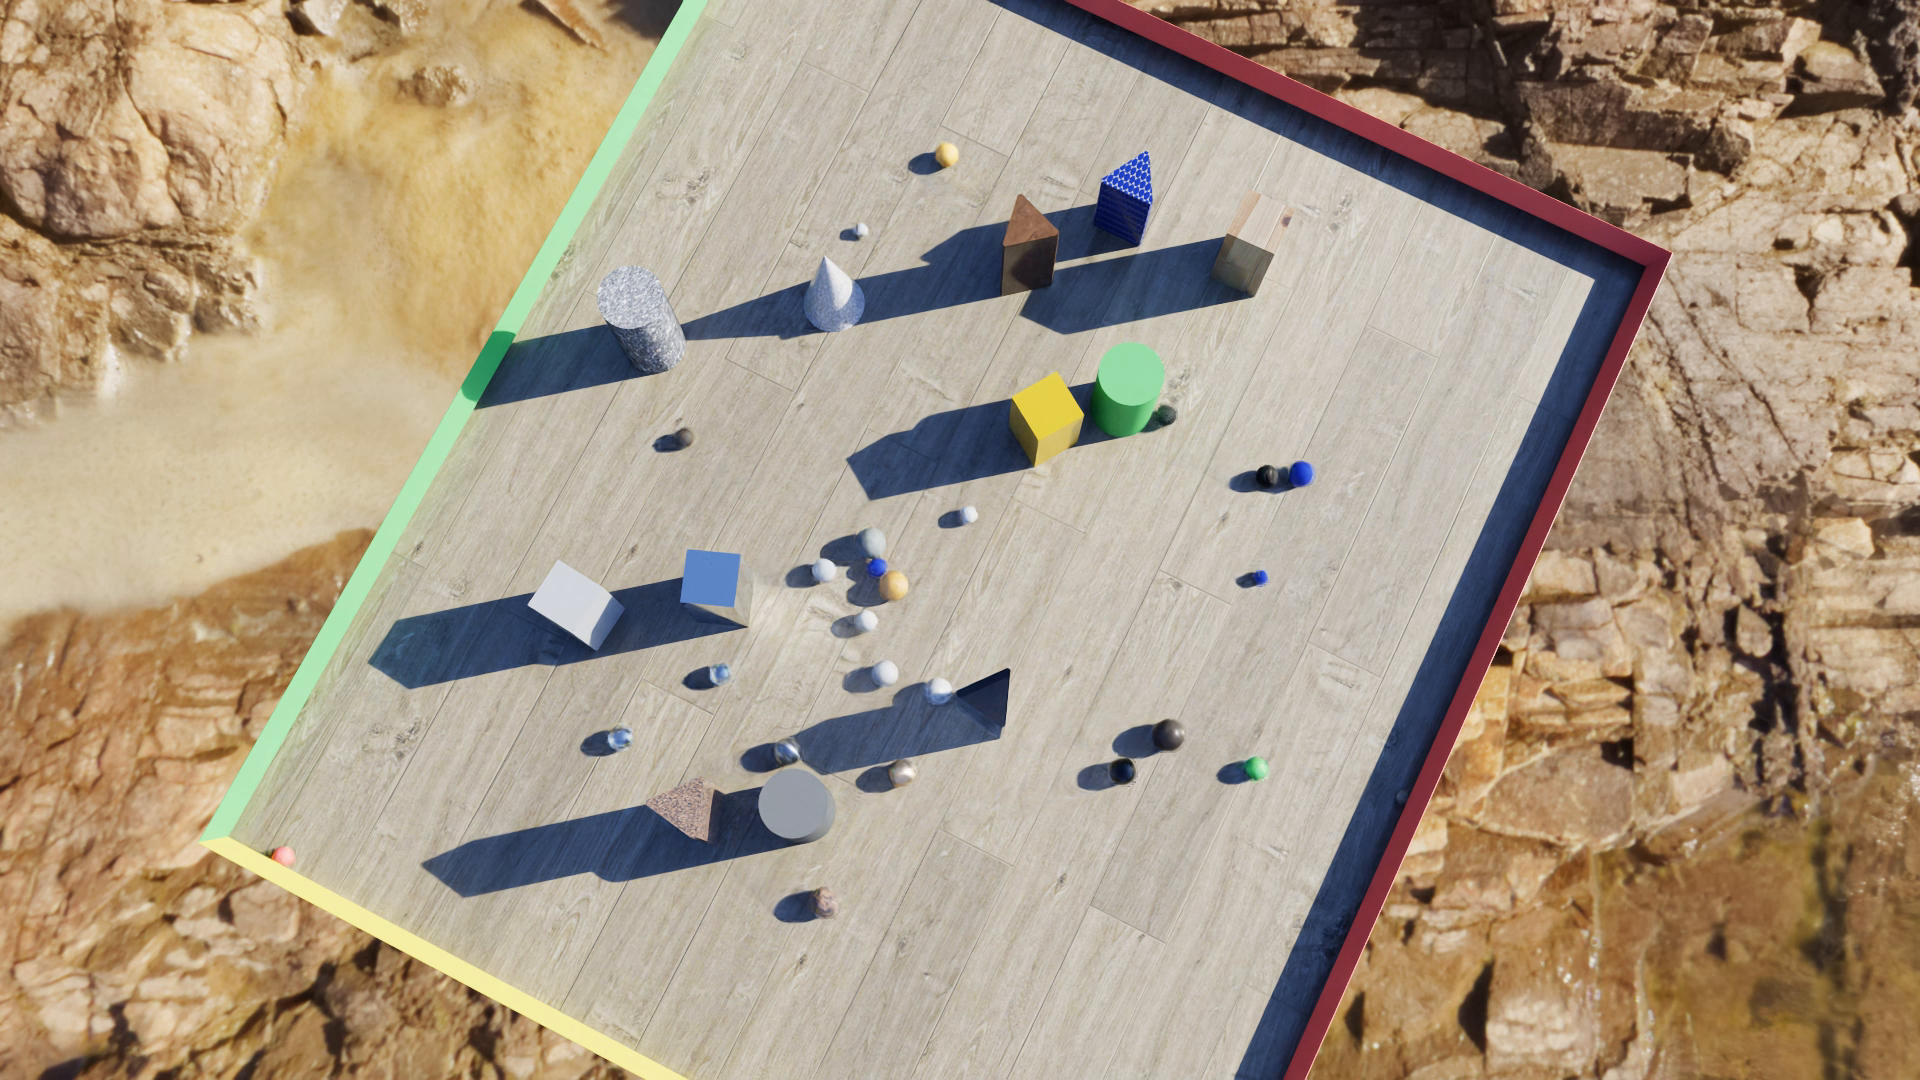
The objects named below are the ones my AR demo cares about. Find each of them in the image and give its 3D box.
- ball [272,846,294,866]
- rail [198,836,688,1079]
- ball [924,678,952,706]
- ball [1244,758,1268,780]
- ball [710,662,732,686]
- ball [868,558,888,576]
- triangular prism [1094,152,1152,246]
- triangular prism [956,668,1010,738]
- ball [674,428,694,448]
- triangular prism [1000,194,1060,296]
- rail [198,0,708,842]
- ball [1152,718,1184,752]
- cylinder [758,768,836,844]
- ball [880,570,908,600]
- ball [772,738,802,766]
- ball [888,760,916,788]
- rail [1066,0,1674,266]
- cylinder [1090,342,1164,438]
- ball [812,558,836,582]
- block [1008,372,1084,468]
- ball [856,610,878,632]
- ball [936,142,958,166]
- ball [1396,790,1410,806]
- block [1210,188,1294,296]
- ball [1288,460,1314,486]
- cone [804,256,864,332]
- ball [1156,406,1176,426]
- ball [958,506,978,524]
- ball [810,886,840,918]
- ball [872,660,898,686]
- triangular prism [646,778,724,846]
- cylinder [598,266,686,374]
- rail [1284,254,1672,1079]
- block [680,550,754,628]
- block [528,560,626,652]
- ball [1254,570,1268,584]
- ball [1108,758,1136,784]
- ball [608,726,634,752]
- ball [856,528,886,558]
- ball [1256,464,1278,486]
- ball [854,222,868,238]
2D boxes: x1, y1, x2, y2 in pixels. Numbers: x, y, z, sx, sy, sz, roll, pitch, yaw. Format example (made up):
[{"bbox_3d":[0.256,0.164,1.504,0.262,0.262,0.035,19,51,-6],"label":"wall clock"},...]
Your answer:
[{"bbox_3d":[-1.992,0.932,5.392,0.063,0.063,0.063,0,78,0],"label":"ball"},{"bbox_3d":[-0.792,1.557,5.229,3.144,0.126,0.045,26,80,5],"label":"rail"},{"bbox_3d":[-0.066,0.453,5.481,0.083,0.083,0.083,0,78,0],"label":"ball"},{"bbox_3d":[0.879,0.678,5.442,0.067,0.067,0.067,0,78,0],"label":"ball"},{"bbox_3d":[-0.718,0.401,5.498,0.069,0.069,0.069,0,78,0],"label":"ball"},{"bbox_3d":[-0.251,0.083,5.570,0.058,0.058,0.058,0,78,0],"label":"ball"},{"bbox_3d":[0.530,-1.067,5.659,0.168,0.349,0.145,26,80,5],"label":"triangular prism"},{"bbox_3d":[0.098,0.456,5.350,0.168,0.338,0.145,35,80,7],"label":"triangular prism"},{"bbox_3d":[-0.850,-0.315,5.650,0.061,0.061,0.061,0,78,0],"label":"ball"},{"bbox_3d":[0.192,-0.902,5.579,0.168,0.440,0.145,-13,79,-3],"label":"triangular prism"},{"bbox_3d":[-1.385,-0.671,5.690,0.045,0.126,3.589,26,80,5],"label":"rail"},{"bbox_3d":[0.620,0.580,5.447,0.097,0.097,0.097,0,78,0],"label":"ball"},{"bbox_3d":[-0.465,0.770,5.279,0.194,0.349,0.194,0,78,0],"label":"cylinder"},{"bbox_3d":[-0.200,0.138,5.543,0.088,0.088,0.088,0,78,0],"label":"ball"},{"bbox_3d":[-0.513,0.629,5.443,0.085,0.085,0.085,0,78,0],"label":"ball"},{"bbox_3d":[-0.173,0.693,5.432,0.081,0.081,0.081,0,78,0],"label":"ball"},{"bbox_3d":[0.792,-1.544,5.871,3.144,0.126,0.045,26,80,5],"label":"rail"},{"bbox_3d":[0.501,-0.450,5.527,0.194,0.357,0.194,0,78,0],"label":"cylinder"},{"bbox_3d":[-0.413,0.092,5.561,0.072,0.072,0.072,0,78,0],"label":"ball"},{"bbox_3d":[0.257,-0.360,5.527,0.155,0.322,0.155,-30,80,-6],"label":"block"},{"bbox_3d":[-0.283,0.245,5.532,0.067,0.067,0.067,0,78,0],"label":"ball"},{"bbox_3d":[-0.042,-1.226,5.832,0.074,0.074,0.074,0,78,0],"label":"ball"},{"bbox_3d":[1.318,0.764,5.434,0.047,0.047,0.047,0,78,0],"label":"ball"},{"bbox_3d":[0.891,-0.904,5.608,0.155,0.383,0.155,25,79,5],"label":"block"},{"bbox_3d":[1.045,-0.204,5.618,0.080,0.080,0.080,0,78,0],"label":"ball"},{"bbox_3d":[-0.397,-0.790,5.564,0.194,0.422,0.194,0,78,0],"label":"cone"},{"bbox_3d":[0.636,-0.385,5.663,0.065,0.065,0.065,0,78,0],"label":"ball"},{"bbox_3d":[0.025,-0.076,5.603,0.057,0.057,0.057,0,78,0],"label":"ball"},{"bbox_3d":[-0.395,1.057,5.352,0.090,0.090,0.090,0,78,0],"label":"ball"},{"bbox_3d":[-0.223,0.400,5.493,0.080,0.080,0.080,0,78,0],"label":"ball"},{"bbox_3d":[-0.746,0.752,5.222,0.168,0.468,0.145,35,80,7],"label":"triangular prism"},{"bbox_3d":[-0.955,-0.659,5.525,0.194,0.446,0.194,0,78,0],"label":"cylinder"},{"bbox_3d":[1.385,0.685,5.410,0.045,0.126,3.589,26,80,5],"label":"rail"},{"bbox_3d":[-0.711,0.145,5.400,0.155,0.365,0.155,6,78,1],"label":"block"},{"bbox_3d":[-1.124,0.196,5.394,0.155,0.357,0.155,31,80,6],"label":"block"},{"bbox_3d":[0.914,0.112,5.571,0.044,0.044,0.044,0,78,0],"label":"ball"},{"bbox_3d":[0.482,0.686,5.434,0.080,0.080,0.080,0,78,0],"label":"ball"},{"bbox_3d":[-1.009,0.590,5.456,0.076,0.076,0.076,0,78,0],"label":"ball"},{"bbox_3d":[-0.271,0.009,5.567,0.094,0.094,0.094,0,78,0],"label":"ball"},{"bbox_3d":[0.943,-0.197,5.623,0.068,0.068,0.068,0,78,0],"label":"ball"},{"bbox_3d":[-0.313,-0.981,5.797,0.044,0.044,0.044,0,78,0],"label":"ball"}]
